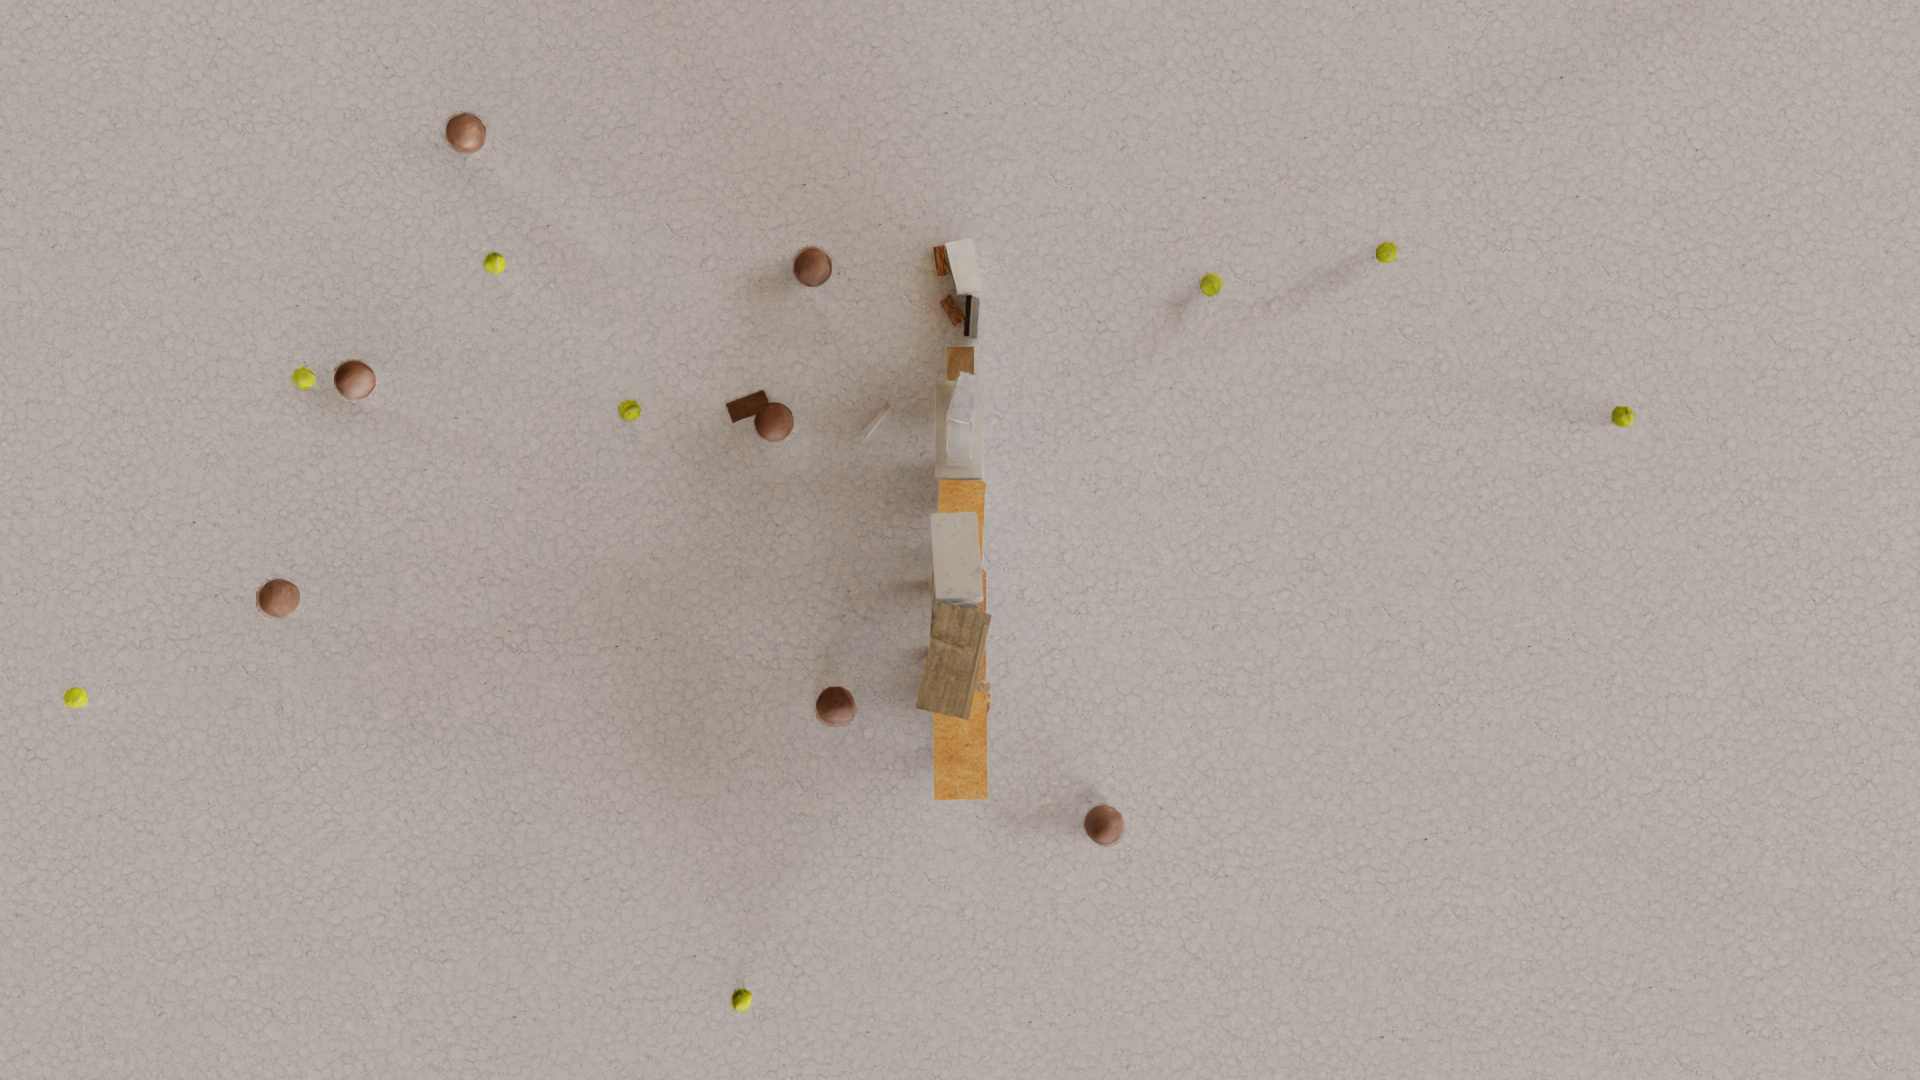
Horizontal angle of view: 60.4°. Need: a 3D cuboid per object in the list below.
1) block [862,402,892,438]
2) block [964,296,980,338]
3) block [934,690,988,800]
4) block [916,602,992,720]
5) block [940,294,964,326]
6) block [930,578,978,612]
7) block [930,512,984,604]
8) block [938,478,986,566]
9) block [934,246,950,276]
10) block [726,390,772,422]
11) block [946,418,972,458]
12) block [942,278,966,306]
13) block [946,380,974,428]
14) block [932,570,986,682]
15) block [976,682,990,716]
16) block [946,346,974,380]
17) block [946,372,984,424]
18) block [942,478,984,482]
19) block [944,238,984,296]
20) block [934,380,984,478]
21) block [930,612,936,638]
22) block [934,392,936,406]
[{"bbox_3d":[-0.275,-0.396,5.466,0.019,0.068,0.135,39,90,0],"label":"block"},{"bbox_3d":[0.039,-0.738,5.465,0.019,0.068,0.135,4,90,24],"label":"block"},{"bbox_3d":[0.001,0.639,5.142,0.166,0.047,0.333,-1,91,0],"label":"block"},{"bbox_3d":[-0.018,0.351,4.778,0.156,0.044,0.311,13,90,0],"label":"block"},{"bbox_3d":[-0.024,-0.764,5.481,0.048,0.014,0.096,-31,90,33],"label":"block"},{"bbox_3d":[-0.010,0.100,5.073,0.143,0.040,0.285,4,47,0],"label":"block"},{"bbox_3d":[-0.011,0.053,5.007,0.143,0.040,0.285,-3,64,-3],"label":"block"},{"bbox_3d":[0.001,-0.050,5.103,0.143,0.040,0.285,4,64,0],"label":"block"},{"bbox_3d":[-0.058,-0.930,5.493,0.048,0.014,0.096,-8,90,0],"label":"block"},{"bbox_3d":[-0.705,-0.445,5.490,0.135,0.019,0.067,-20,90,0],"label":"block"},{"bbox_3d":[-0.002,-0.327,5.121,0.075,0.021,0.149,1,93,1],"label":"block"},{"bbox_3d":[-0.018,-0.825,5.493,0.048,0.014,0.096,-21,90,0],"label":"block"},{"bbox_3d":[0.008,-0.416,5.140,0.075,0.021,0.149,12,91,0],"label":"block"},{"bbox_3d":[-0.005,0.267,5.137,0.170,0.048,0.339,1,90,0],"label":"block"},{"bbox_3d":[0.013,0.498,5.332,0.167,0.333,0.047,13,95,0],"label":"block"},{"bbox_3d":[0.002,-0.572,5.428,0.088,0.176,0.025,0,134,0],"label":"block"},{"bbox_3d":[0.015,-0.439,5.098,0.075,0.021,0.149,17,86,2],"label":"block"},{"bbox_3d":[0.004,-0.055,5.204,0.138,0.039,0.275,0,90,0],"label":"block"},{"bbox_3d":[0.011,-0.907,5.479,0.088,0.025,0.176,-14,89,-10],"label":"block"},{"bbox_3d":[-0.002,-0.345,5.174,0.152,0.043,0.304,0,90,0],"label":"block"},{"bbox_3d":[-0.008,0.257,4.956,0.156,0.311,0.044,1,93,0],"label":"block"},{"bbox_3d":[-0.003,-0.444,5.348,0.152,0.304,0.043,0,89,0],"label":"block"}]
